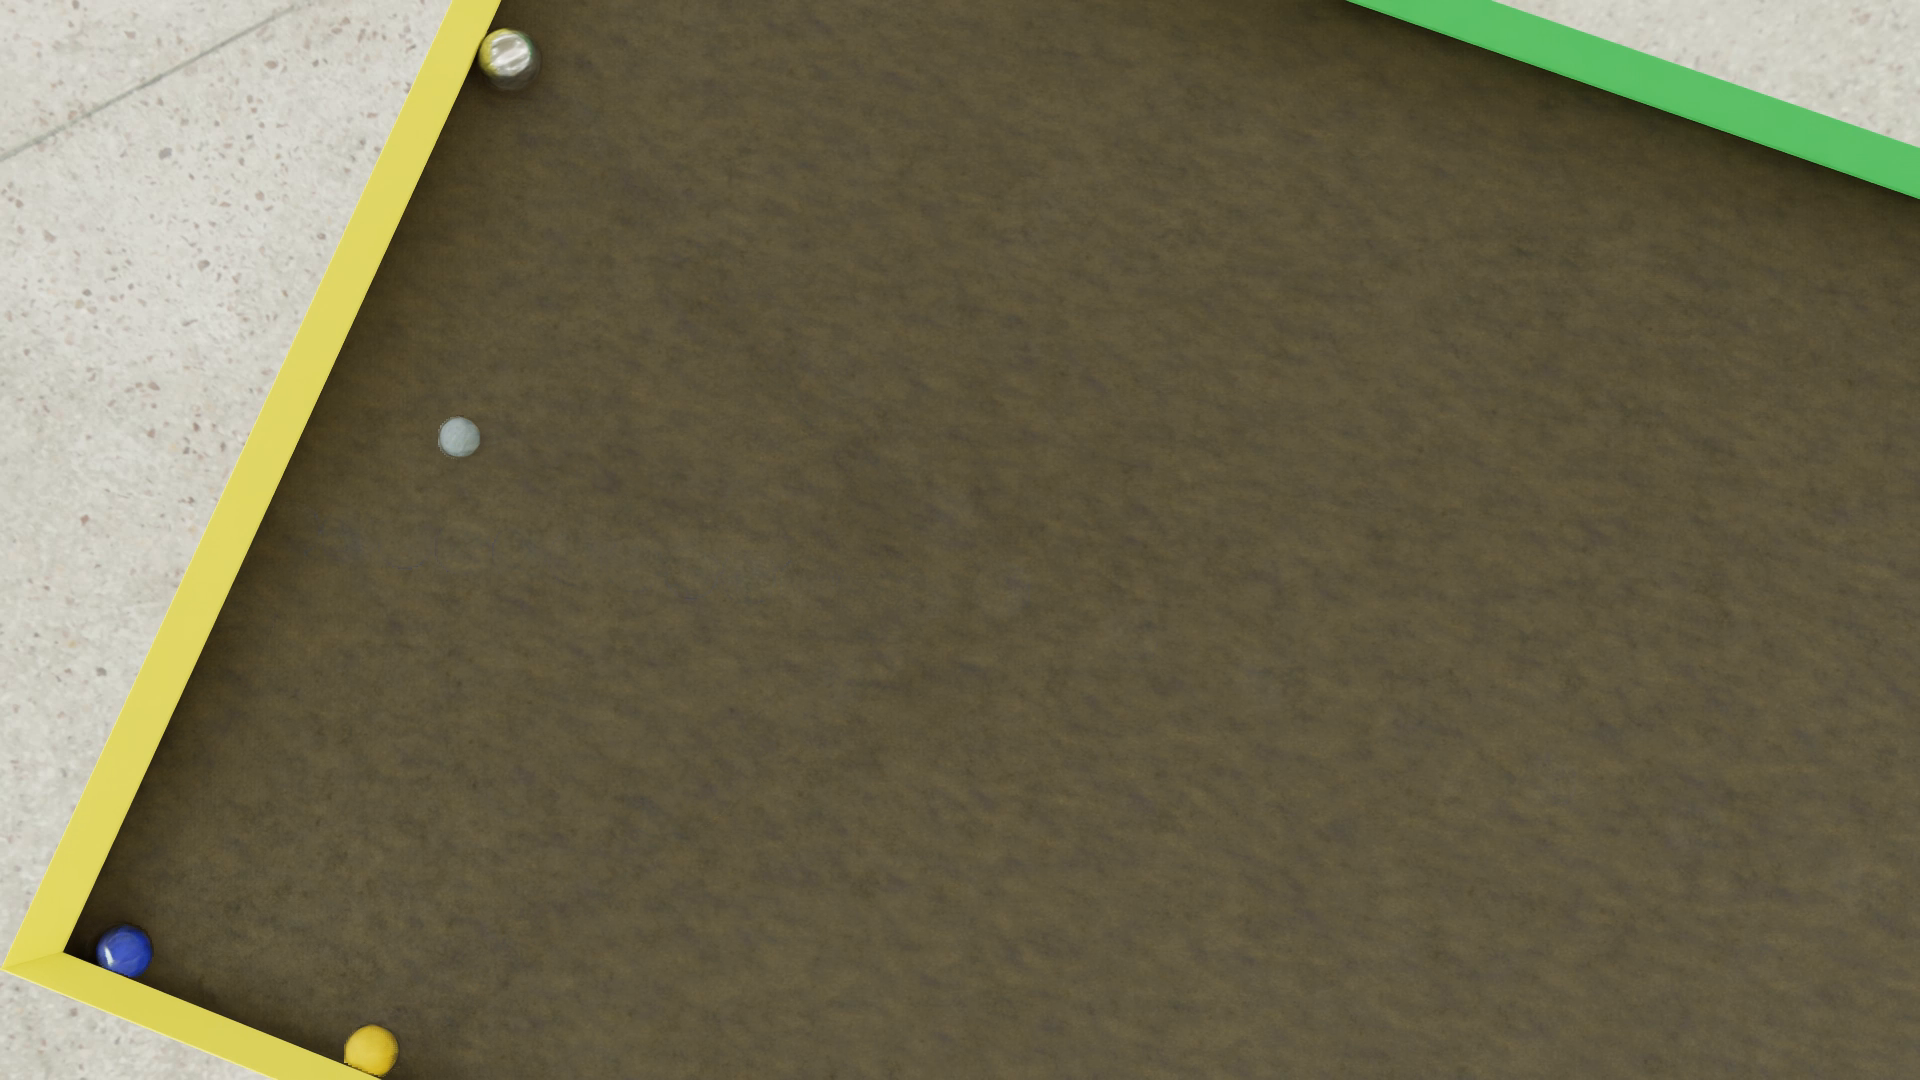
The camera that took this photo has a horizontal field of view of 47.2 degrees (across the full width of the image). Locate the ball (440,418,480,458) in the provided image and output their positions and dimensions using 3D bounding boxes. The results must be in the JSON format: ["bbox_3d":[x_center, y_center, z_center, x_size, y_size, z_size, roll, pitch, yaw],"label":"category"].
[{"bbox_3d":[-0.762,-0.156,3.351,0.061,0.061,0.061,0,78,0],"label":"ball"}]

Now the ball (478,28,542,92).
[{"bbox_3d":[-0.710,-0.756,3.464,0.098,0.098,0.098,0,78,0],"label":"ball"}]

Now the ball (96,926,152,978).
[{"bbox_3d":[-1.208,0.595,3.178,0.075,0.075,0.075,0,78,0],"label":"ball"}]

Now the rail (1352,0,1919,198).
[{"bbox_3d":[1.338,-0.606,3.415,4.128,0.128,0.045,20,78,4],"label":"rail"}]

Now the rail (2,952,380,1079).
[{"bbox_3d":[0.591,1.311,2.992,4.128,0.128,0.045,20,78,4],"label":"rail"}]

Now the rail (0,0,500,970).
[{"bbox_3d":[-0.942,-0.356,3.359,0.045,0.128,2.148,20,78,4],"label":"rail"}]

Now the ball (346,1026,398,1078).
[{"bbox_3d":[-0.842,0.732,3.148,0.074,0.074,0.074,0,78,0],"label":"ball"}]
